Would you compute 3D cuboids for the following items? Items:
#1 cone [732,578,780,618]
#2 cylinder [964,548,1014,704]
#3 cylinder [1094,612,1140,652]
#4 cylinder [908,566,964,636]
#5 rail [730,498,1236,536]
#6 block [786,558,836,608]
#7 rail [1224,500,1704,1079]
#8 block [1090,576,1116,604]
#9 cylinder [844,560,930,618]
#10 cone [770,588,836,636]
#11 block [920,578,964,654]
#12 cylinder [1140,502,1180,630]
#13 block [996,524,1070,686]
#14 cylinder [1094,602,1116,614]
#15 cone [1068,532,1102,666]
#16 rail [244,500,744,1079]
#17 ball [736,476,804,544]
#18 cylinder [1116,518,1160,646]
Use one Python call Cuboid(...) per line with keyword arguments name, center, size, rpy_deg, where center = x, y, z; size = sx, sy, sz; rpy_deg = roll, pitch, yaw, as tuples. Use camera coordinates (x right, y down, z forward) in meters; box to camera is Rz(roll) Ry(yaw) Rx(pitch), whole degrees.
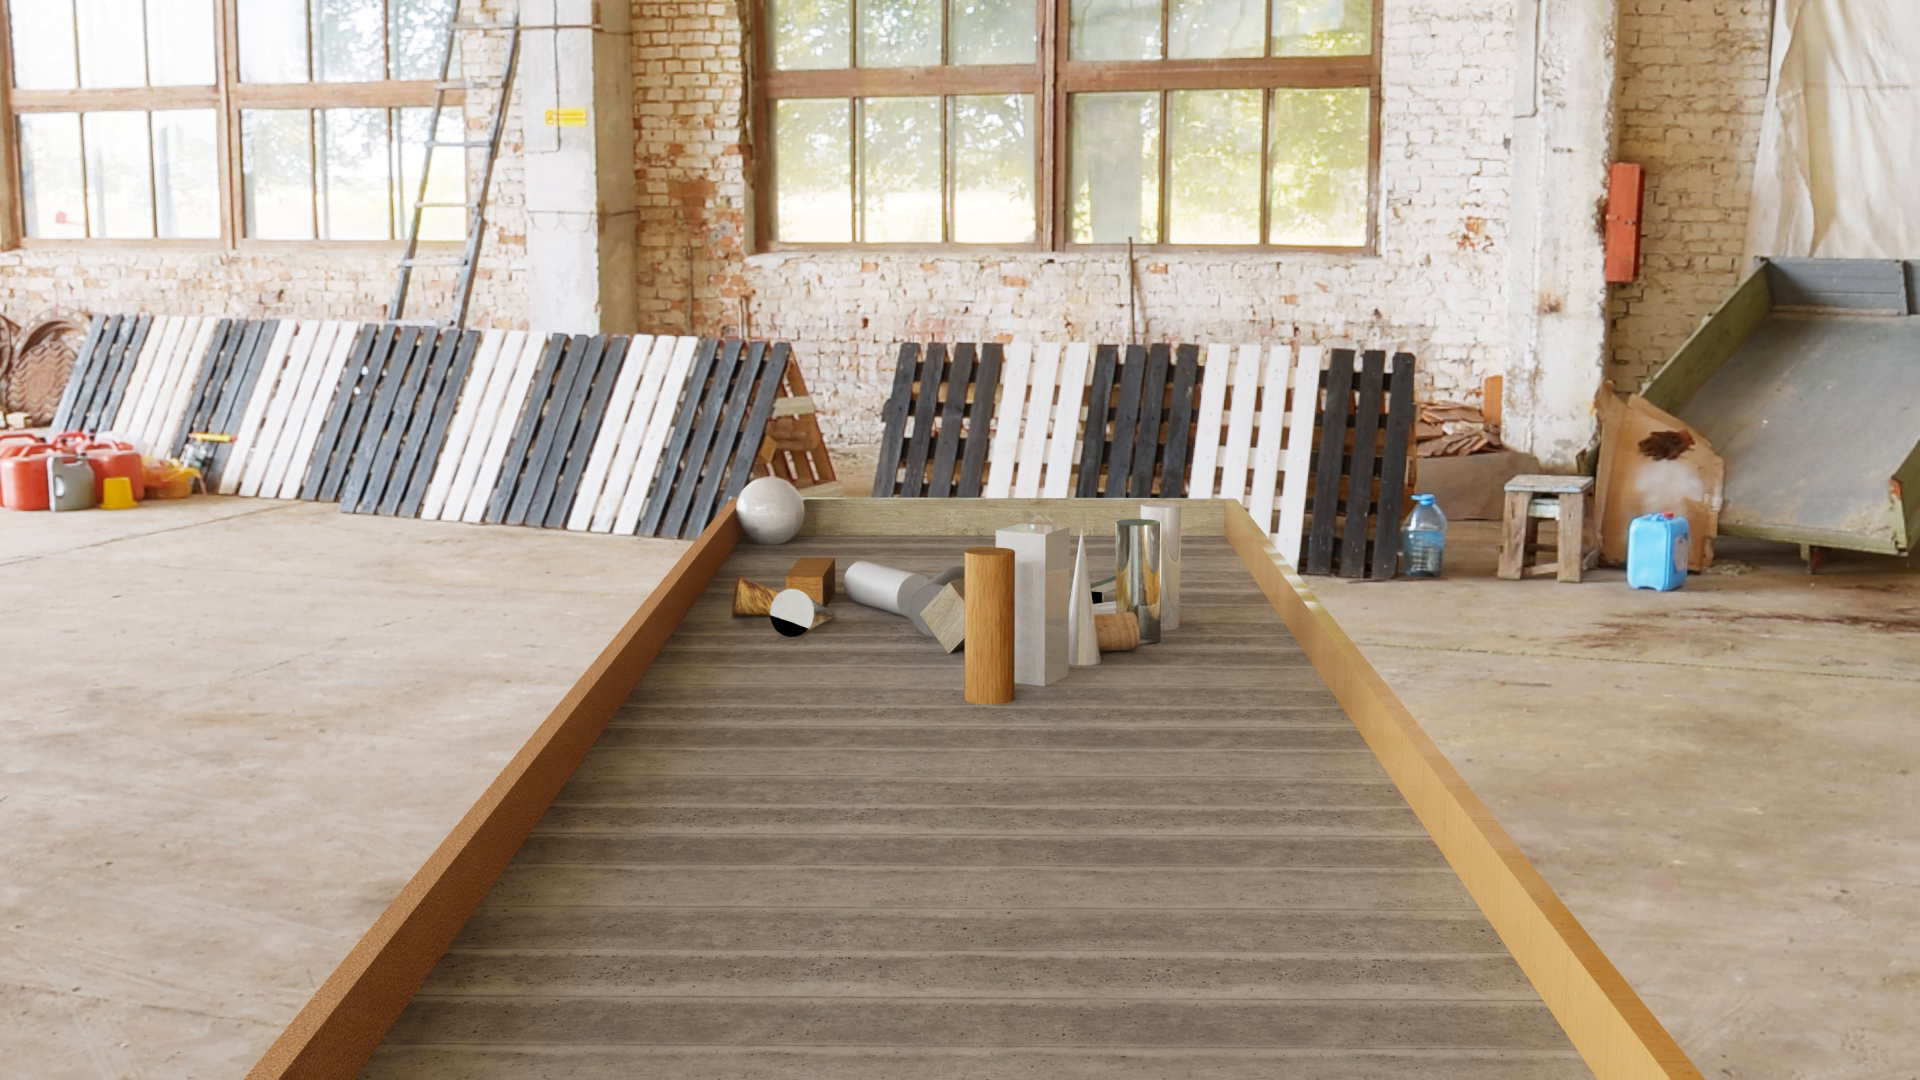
Cuboid(name="cone", center=(-0.586, 0.221, 7.402), size=(0.344, 0.137, 0.137), rpy_deg=(10, 7, -10))
Cuboid(name="cylinder", center=(0.083, 0.239, 6.159), size=(0.141, 0.421, 0.141), rpy_deg=(0, 9, 0))
Cuboid(name="cylinder", center=(0.350, 0.291, 6.789), size=(0.390, 0.120, 0.120), rpy_deg=(-3, 9, -16))
Cuboid(name="cylinder", center=(-0.043, 0.199, 7.206), size=(0.171, 0.171, 0.351), rpy_deg=(2, 9, 12))
Cuboid(name="rail", center=(0.099, -0.098, 9.147), size=(2.100, 0.150, 0.050), rpy_deg=(0, 9, 1))
Cuboid(name="block", center=(-0.517, 0.155, 7.634), size=(0.124, 0.124, 0.397), rpy_deg=(0, 9, 3))
Cuboid(name="rail", center=(1.046, 0.843, 3.208), size=(0.050, 0.150, 12.000), rpy_deg=(0, 9, 1))
Cuboid(name="block", center=(0.513, 0.198, 7.413), size=(0.108, 0.108, 0.339), rpy_deg=(5, 10, 30))
Cuboid(name="cylinder", center=(-0.245, 0.167, 7.487), size=(0.147, 0.147, 0.337), rpy_deg=(-6, 11, -34))
Cuboid(name="cone", center=(-0.476, 0.244, 7.225), size=(0.154, 0.154, 0.374), rpy_deg=(3, -2, 20))
Cuboid(name="block", center=(0.092, 0.212, 6.951), size=(0.160, 0.160, 0.442), rpy_deg=(-47, -19, 31))
Cuboid(name="cylinder", center=(0.654, 0.084, 7.192), size=(0.131, 0.402, 0.131), rpy_deg=(0, 9, 0))
Cuboid(name="block", center=(0.212, 0.186, 6.420), size=(0.159, 0.443, 0.159), rpy_deg=(5, 10, 28))
Cuboid(name="cylinder", center=(0.438, 0.258, 7.041), size=(0.367, 0.108, 0.108), rpy_deg=(-6, 11, -33))
Cuboid(name="cone", center=(0.367, 0.165, 6.654), size=(0.124, 0.411, 0.124), rpy_deg=(0, 9, 0))
Cuboid(name="rail", center=(-1.004, 0.839, 3.234), size=(0.050, 0.150, 12.000), rpy_deg=(0, 9, 1))
Cuboid(name="ball", center=(-0.766, -0.118, 8.875), size=(0.276, 0.276, 0.276), rpy_deg=(0, 9, 0))
Cuboid(name="cylinder", center=(0.564, 0.132, 6.956), size=(0.142, 0.380, 0.142), rpy_deg=(-1, 9, 0))
